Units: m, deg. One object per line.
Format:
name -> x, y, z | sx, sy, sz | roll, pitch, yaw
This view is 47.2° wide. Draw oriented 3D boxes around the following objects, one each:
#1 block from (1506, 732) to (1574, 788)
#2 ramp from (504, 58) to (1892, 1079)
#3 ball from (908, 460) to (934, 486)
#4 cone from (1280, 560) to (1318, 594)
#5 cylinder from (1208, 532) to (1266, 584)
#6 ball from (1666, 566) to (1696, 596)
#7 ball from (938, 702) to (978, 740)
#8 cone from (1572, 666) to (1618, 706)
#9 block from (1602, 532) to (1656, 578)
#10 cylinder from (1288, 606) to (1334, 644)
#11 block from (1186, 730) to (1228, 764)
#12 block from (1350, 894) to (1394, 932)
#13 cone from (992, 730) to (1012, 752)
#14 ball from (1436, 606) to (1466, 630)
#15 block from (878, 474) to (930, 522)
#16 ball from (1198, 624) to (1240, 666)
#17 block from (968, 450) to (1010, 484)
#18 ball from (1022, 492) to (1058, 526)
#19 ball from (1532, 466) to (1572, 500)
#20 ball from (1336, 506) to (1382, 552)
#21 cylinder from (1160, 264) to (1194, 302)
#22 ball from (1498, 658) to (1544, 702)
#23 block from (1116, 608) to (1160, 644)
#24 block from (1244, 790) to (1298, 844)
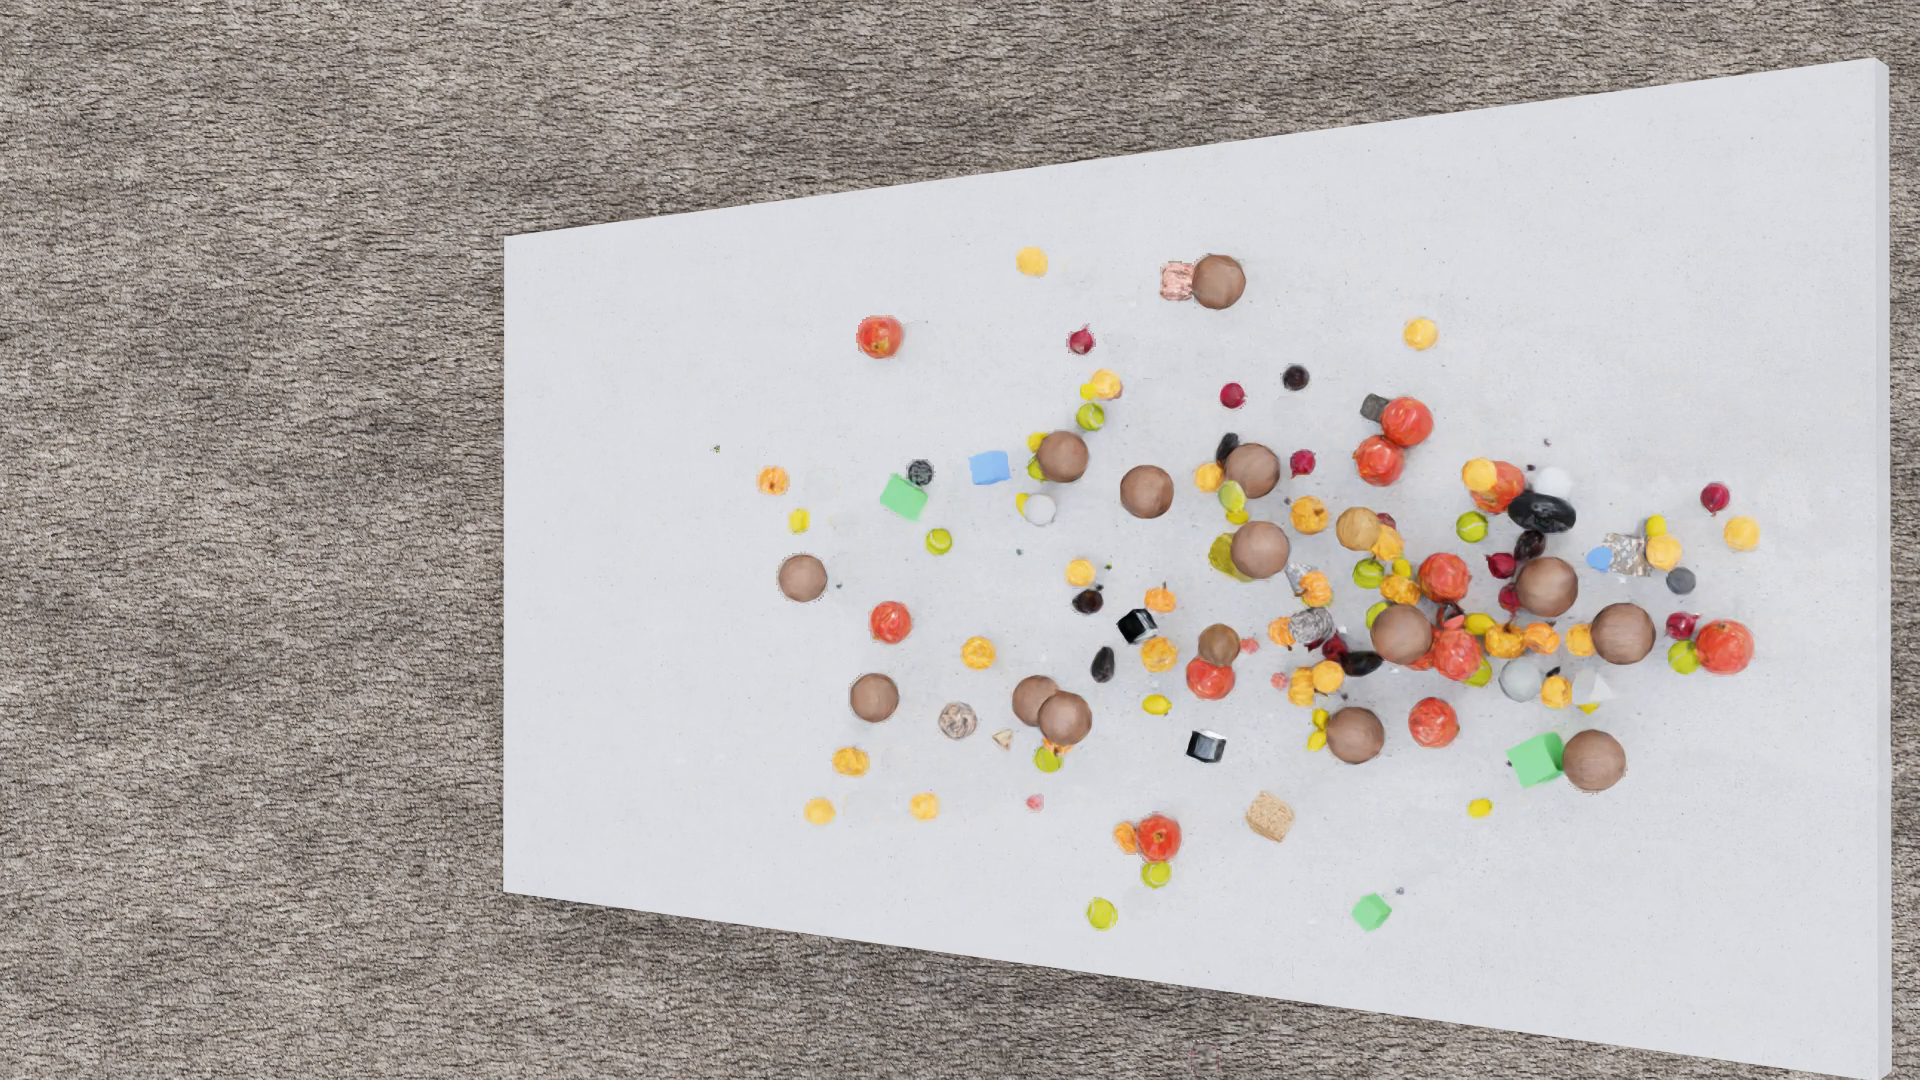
block -> 1.230, 0.466, 4.664 | 0.087, 0.087, 0.087 | -34, 69, 34
ramp -> 0.229, 0.065, 5.547 | 4.000, 0.100, 2.000 | 0, 89, 37
ball -> -0.103, -0.173, 5.697 | 0.066, 0.066, 0.066 | 0, 90, 0
cone -> 0.737, 0.068, 4.872 | 0.077, 0.077, 0.077 | 37, 90, -6
cylinder -> 0.627, 0.041, 4.973 | 0.091, 0.091, 0.091 | -14, 117, -30
ball -> 1.477, 0.084, 4.499 | 0.059, 0.059, 0.059 | 0, 90, 0
ball -> -0.005, 0.435, 5.303 | 0.094, 0.094, 0.094 | 0, 90, 0
cone -> 1.326, 0.316, 4.548 | 0.085, 0.085, 0.085 | 20, 90, -13
block -> 1.381, 0.031, 4.552 | 0.076, 0.076, 0.076 | 5, 97, -41
cylinder -> 0.776, 0.188, 4.858 | 0.072, 0.072, 0.072 | 8, 104, 37
block -> 0.580, 0.486, 5.175 | 0.061, 0.061, 0.061 | 21, 101, 35
block -> 0.920, 0.833, 4.919 | 0.056, 0.056, 0.056 | 46, 116, 28
cone -> 0.114, 0.509, 5.497 | 0.052, 0.052, 0.052 | -18, 69, 0
ball -> 1.073, 0.168, 4.805 | 0.060, 0.060, 0.060 | 0, 90, 0
block -> -0.144, -0.107, 5.639 | 0.077, 0.077, 0.077 | 34, 96, 42
ball -> 0.571, 0.231, 4.847 | 0.096, 0.096, 0.096 | 0, 90, 0
block -> 0.076, -0.183, 5.560 | 0.069, 0.069, 0.069 | -16, 80, 36
ball -> 0.198, -0.076, 5.429 | 0.085, 0.085, 0.085 | 0, 90, 0
ball -> 1.254, -0.113, 4.655 | 0.082, 0.082, 0.082 | 0, 90, 0
ball -> 0.861, -0.024, 4.752 | 0.098, 0.098, 0.098 | 0, 90, 0
cylinder -> 0.498, -0.590, 5.044 | 0.070, 0.070, 0.070 | 6, 81, 0
ball -> 1.184, 0.297, 4.639 | 0.091, 0.091, 0.091 | 0, 90, 0
block -> 0.428, 0.208, 5.295 | 0.060, 0.060, 0.060 | -44, 65, 28
block -> 0.712, 0.635, 5.045 | 0.076, 0.076, 0.076 | 23, 70, 38
